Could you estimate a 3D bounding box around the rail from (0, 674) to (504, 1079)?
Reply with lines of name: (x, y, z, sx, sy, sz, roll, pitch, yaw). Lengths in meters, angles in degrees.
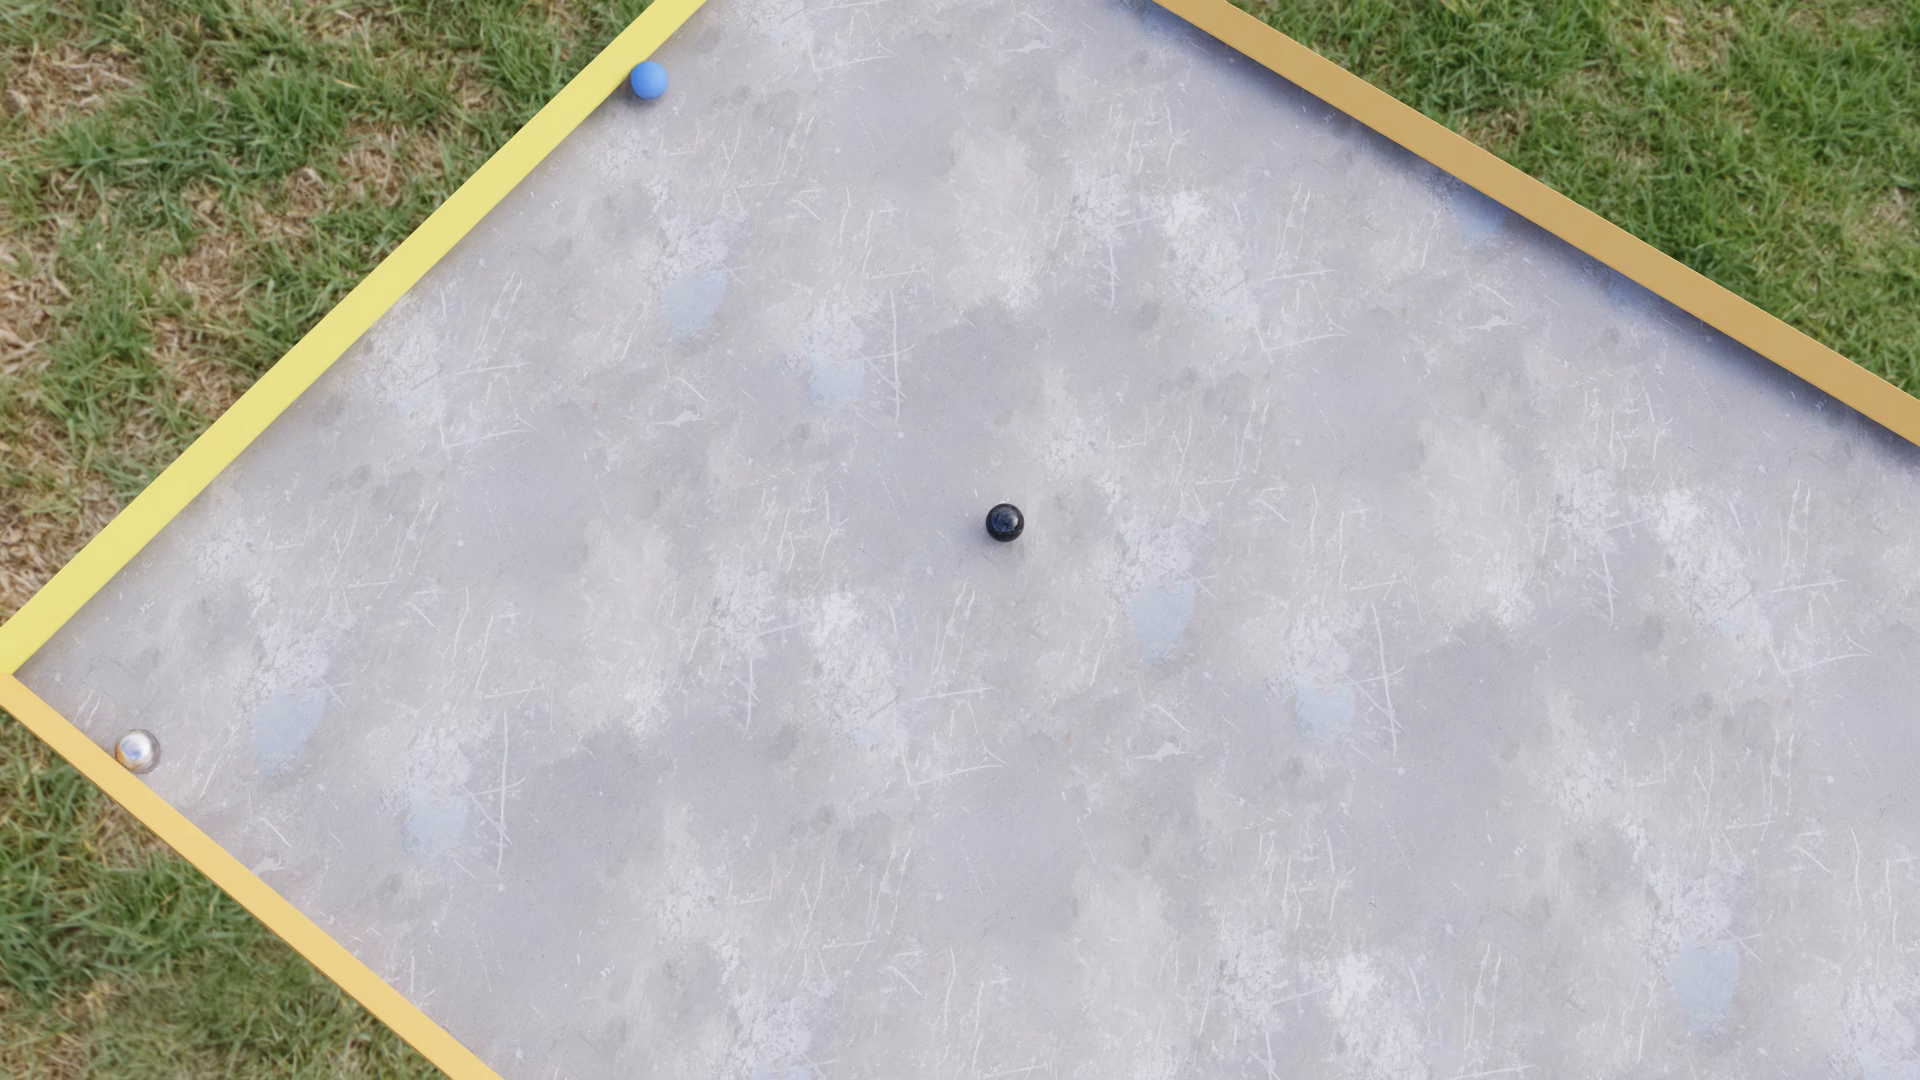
rail: (0.191, 1.396, 2.906, 4.393, 0.089, 0.045, 34, 68, 16)

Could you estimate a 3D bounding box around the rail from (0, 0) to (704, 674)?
rail: (-0.855, -0.588, 3.888, 0.045, 0.089, 2.305, 34, 68, 16)

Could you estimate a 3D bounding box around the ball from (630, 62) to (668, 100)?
ball: (-0.568, -0.840, 4.024, 0.069, 0.069, 0.069, 0, 64, 0)

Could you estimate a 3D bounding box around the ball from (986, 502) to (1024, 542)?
ball: (0.074, -0.029, 3.625, 0.065, 0.065, 0.065, 0, 64, 0)

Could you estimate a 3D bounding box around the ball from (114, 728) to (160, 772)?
ball: (-1.289, 0.330, 3.446, 0.069, 0.069, 0.069, 0, 64, 0)

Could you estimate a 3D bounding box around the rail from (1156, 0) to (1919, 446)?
rail: (1.558, -0.215, 3.703, 4.393, 0.089, 0.045, 34, 68, 16)
